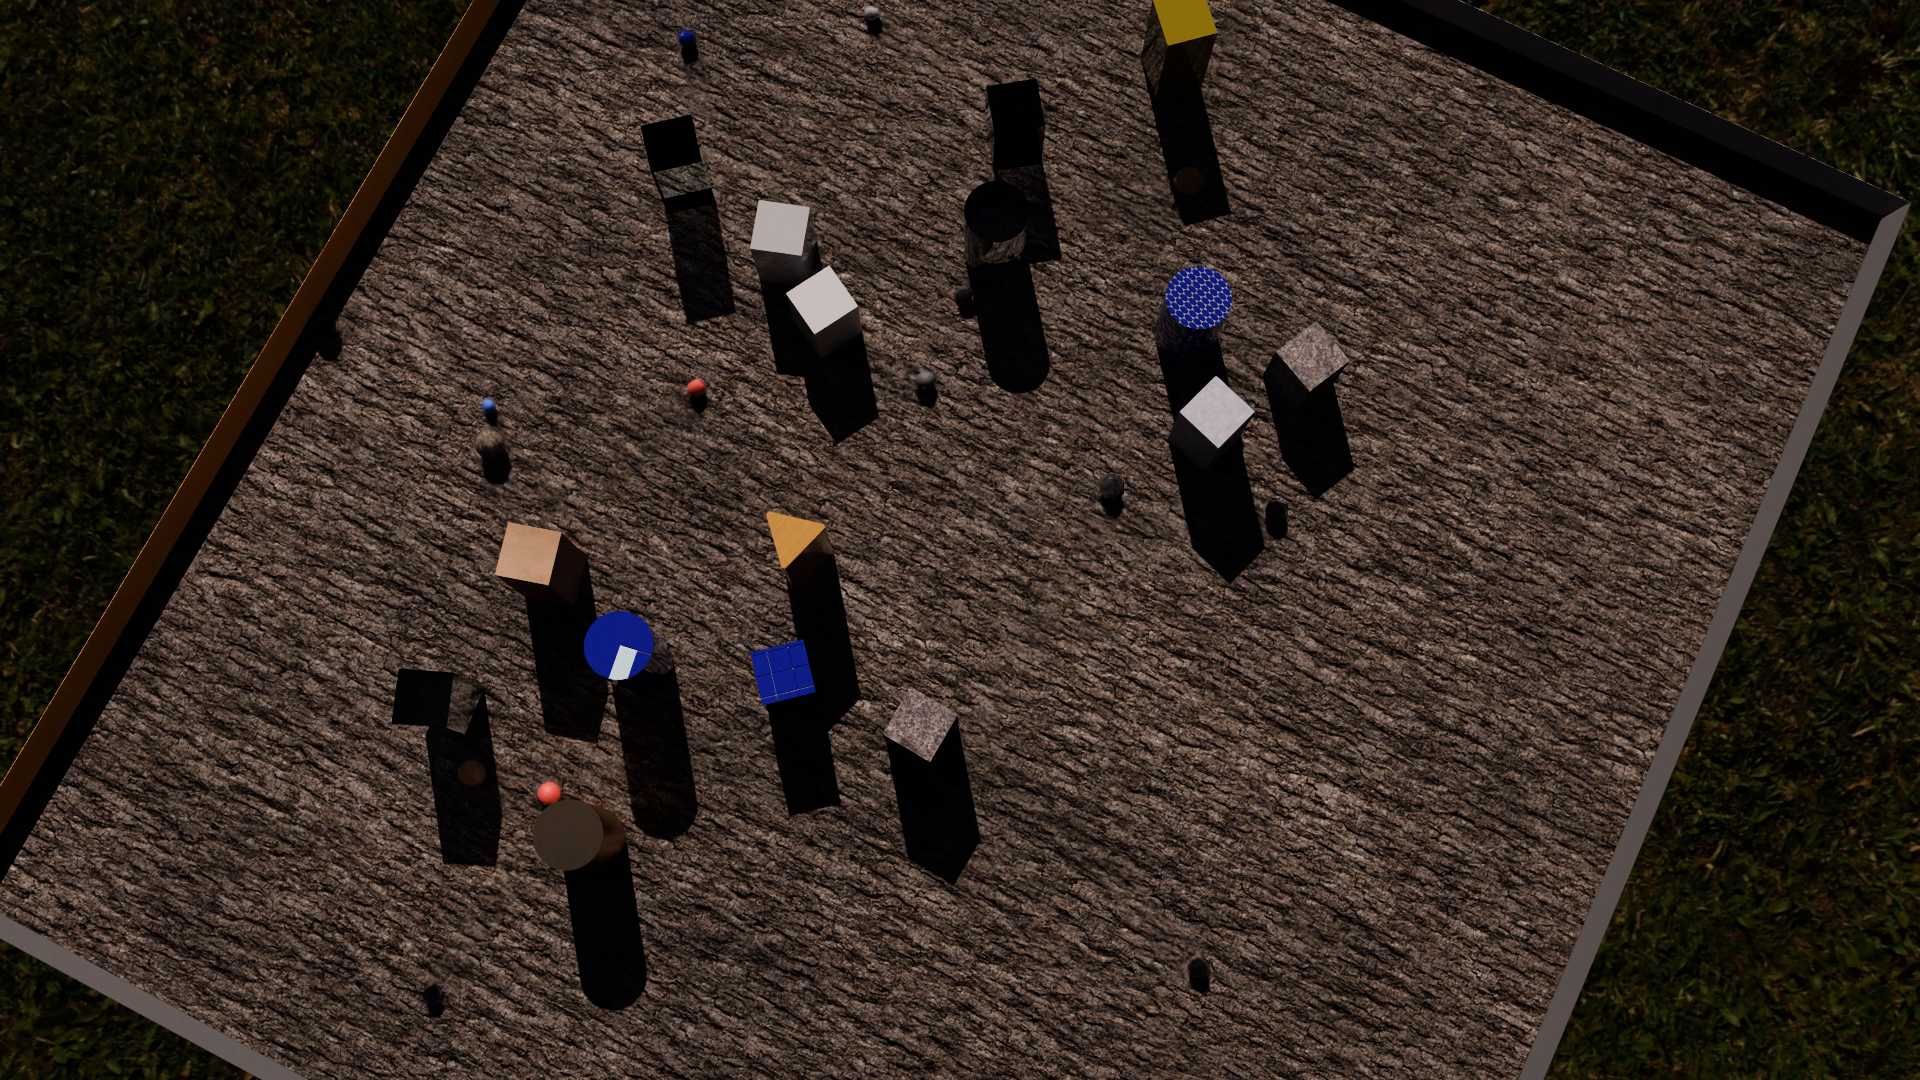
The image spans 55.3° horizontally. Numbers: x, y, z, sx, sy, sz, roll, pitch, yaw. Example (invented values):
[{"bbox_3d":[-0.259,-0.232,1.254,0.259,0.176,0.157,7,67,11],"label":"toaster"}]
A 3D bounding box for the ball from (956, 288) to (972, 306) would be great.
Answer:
[{"bbox_3d":[0.013,-0.763,5.748,0.052,0.052,0.052,0,78,0],"label":"ball"}]

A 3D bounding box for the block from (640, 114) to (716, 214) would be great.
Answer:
[{"bbox_3d":[-0.871,-1.163,5.690,0.157,0.327,0.157,-13,79,-3],"label":"block"}]

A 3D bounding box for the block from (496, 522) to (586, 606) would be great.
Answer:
[{"bbox_3d":[-1.232,0.076,5.411,0.157,0.371,0.157,11,79,2],"label":"block"}]

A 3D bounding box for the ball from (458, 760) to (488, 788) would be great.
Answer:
[{"bbox_3d":[-1.443,0.692,5.432,0.081,0.081,0.081,0,78,0],"label":"ball"}]

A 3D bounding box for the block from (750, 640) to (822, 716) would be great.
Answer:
[{"bbox_3d":[-0.509,0.407,5.395,0.157,0.269,0.157,-14,79,-3],"label":"block"}]

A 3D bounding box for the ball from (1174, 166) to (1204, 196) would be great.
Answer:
[{"bbox_3d":[0.724,-1.137,5.805,0.092,0.092,0.092,0,78,0],"label":"ball"}]

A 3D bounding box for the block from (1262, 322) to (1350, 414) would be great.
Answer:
[{"bbox_3d":[1.055,-0.525,5.600,0.157,0.245,0.157,-37,81,-7],"label":"block"}]

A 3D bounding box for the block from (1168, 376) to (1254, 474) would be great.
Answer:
[{"bbox_3d":[0.755,-0.345,5.529,0.157,0.311,0.157,44,82,8],"label":"block"}]

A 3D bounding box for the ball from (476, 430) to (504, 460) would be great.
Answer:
[{"bbox_3d":[-1.444,-0.292,5.632,0.088,0.088,0.088,0,78,0],"label":"ball"}]

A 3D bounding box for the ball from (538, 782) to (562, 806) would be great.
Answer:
[{"bbox_3d":[-1.216,0.752,5.425,0.070,0.070,0.070,0,78,0],"label":"ball"}]

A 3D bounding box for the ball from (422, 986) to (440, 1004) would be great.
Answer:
[{"bbox_3d":[-1.532,1.320,5.318,0.050,0.050,0.050,0,78,0],"label":"ball"}]

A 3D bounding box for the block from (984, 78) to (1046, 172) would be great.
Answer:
[{"bbox_3d":[0.170,-1.297,5.738,0.157,0.287,0.157,-9,78,-2],"label":"block"}]

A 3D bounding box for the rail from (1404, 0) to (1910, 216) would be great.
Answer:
[{"bbox_3d":[1.009,-1.969,5.958,4.344,0.127,0.045,26,80,5],"label":"rail"}]

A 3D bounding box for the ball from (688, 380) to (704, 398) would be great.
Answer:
[{"bbox_3d":[-0.819,-0.469,5.686,0.054,0.054,0.054,0,78,0],"label":"ball"}]

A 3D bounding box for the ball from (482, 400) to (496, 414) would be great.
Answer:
[{"bbox_3d":[-1.460,-0.413,5.681,0.041,0.041,0.041,0,78,0],"label":"ball"}]

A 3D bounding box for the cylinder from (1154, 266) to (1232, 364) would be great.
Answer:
[{"bbox_3d":[0.707,-0.683,5.587,0.196,0.334,0.196,0,78,0],"label":"cylinder"}]

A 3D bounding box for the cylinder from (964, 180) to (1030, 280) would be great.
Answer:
[{"bbox_3d":[0.110,-0.949,5.643,0.196,0.332,0.196,0,78,0],"label":"cylinder"}]

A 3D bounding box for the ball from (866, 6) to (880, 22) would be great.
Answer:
[{"bbox_3d":[-0.285,-1.705,5.945,0.047,0.047,0.047,0,78,0],"label":"ball"}]

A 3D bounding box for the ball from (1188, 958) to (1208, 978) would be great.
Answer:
[{"bbox_3d":[0.692,1.245,5.330,0.057,0.057,0.057,0,78,0],"label":"ball"}]

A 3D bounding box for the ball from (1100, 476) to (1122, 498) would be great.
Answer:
[{"bbox_3d":[0.461,-0.161,5.615,0.068,0.068,0.068,0,78,0],"label":"ball"}]

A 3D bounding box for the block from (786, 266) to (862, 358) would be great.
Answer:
[{"bbox_3d":[-0.415,-0.698,5.635,0.157,0.248,0.157,-34,80,-7],"label":"block"}]

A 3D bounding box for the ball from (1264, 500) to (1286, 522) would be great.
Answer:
[{"bbox_3d":[0.965,-0.088,5.602,0.065,0.065,0.065,0,78,0],"label":"ball"}]

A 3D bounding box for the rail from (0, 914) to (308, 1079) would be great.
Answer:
[{"bbox_3d":[-1.009,1.982,5.140,4.344,0.127,0.045,26,80,5],"label":"rail"}]

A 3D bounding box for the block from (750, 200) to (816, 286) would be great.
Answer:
[{"bbox_3d":[-0.543,-0.914,5.665,0.157,0.276,0.157,8,78,2],"label":"block"}]

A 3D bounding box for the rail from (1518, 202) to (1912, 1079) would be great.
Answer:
[{"bbox_3d":[1.922,0.948,5.354,0.045,0.127,4.558,26,80,5],"label":"rail"}]

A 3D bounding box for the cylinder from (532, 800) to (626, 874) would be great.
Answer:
[{"bbox_3d":[-1.089,0.854,5.261,0.196,0.351,0.196,0,78,0],"label":"cylinder"}]

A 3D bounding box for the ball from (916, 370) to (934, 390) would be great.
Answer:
[{"bbox_3d":[-0.109,-0.495,5.688,0.061,0.061,0.061,0,78,0],"label":"ball"}]

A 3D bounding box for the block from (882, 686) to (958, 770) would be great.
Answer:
[{"bbox_3d":[-0.113,0.553,5.347,0.157,0.303,0.157,30,80,6],"label":"block"}]

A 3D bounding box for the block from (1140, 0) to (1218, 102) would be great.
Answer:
[{"bbox_3d":[0.682,-1.549,5.742,0.157,0.383,0.157,-15,79,-3],"label":"block"}]

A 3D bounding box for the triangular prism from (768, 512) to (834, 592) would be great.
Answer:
[{"bbox_3d":[-0.497,0.011,5.414,0.147,0.393,0.170,43,81,8],"label":"triangular prism"}]

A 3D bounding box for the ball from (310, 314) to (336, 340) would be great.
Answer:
[{"bbox_3d":[-1.987,-0.666,5.714,0.080,0.080,0.080,0,78,0],"label":"ball"}]

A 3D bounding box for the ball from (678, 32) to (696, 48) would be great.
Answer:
[{"bbox_3d":[-0.883,-1.616,5.923,0.055,0.055,0.055,0,78,0],"label":"ball"}]

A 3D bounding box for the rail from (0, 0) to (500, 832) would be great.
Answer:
[{"bbox_3d":[-1.922,-0.934,5.744,0.045,0.127,4.558,26,80,5],"label":"rail"}]

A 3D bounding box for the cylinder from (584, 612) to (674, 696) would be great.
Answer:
[{"bbox_3d":[-0.963,0.336,5.352,0.196,0.382,0.196,0,78,0],"label":"cylinder"}]

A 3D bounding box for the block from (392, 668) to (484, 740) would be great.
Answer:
[{"bbox_3d":[-1.519,0.481,5.345,0.157,0.337,0.157,4,78,1],"label":"block"}]
